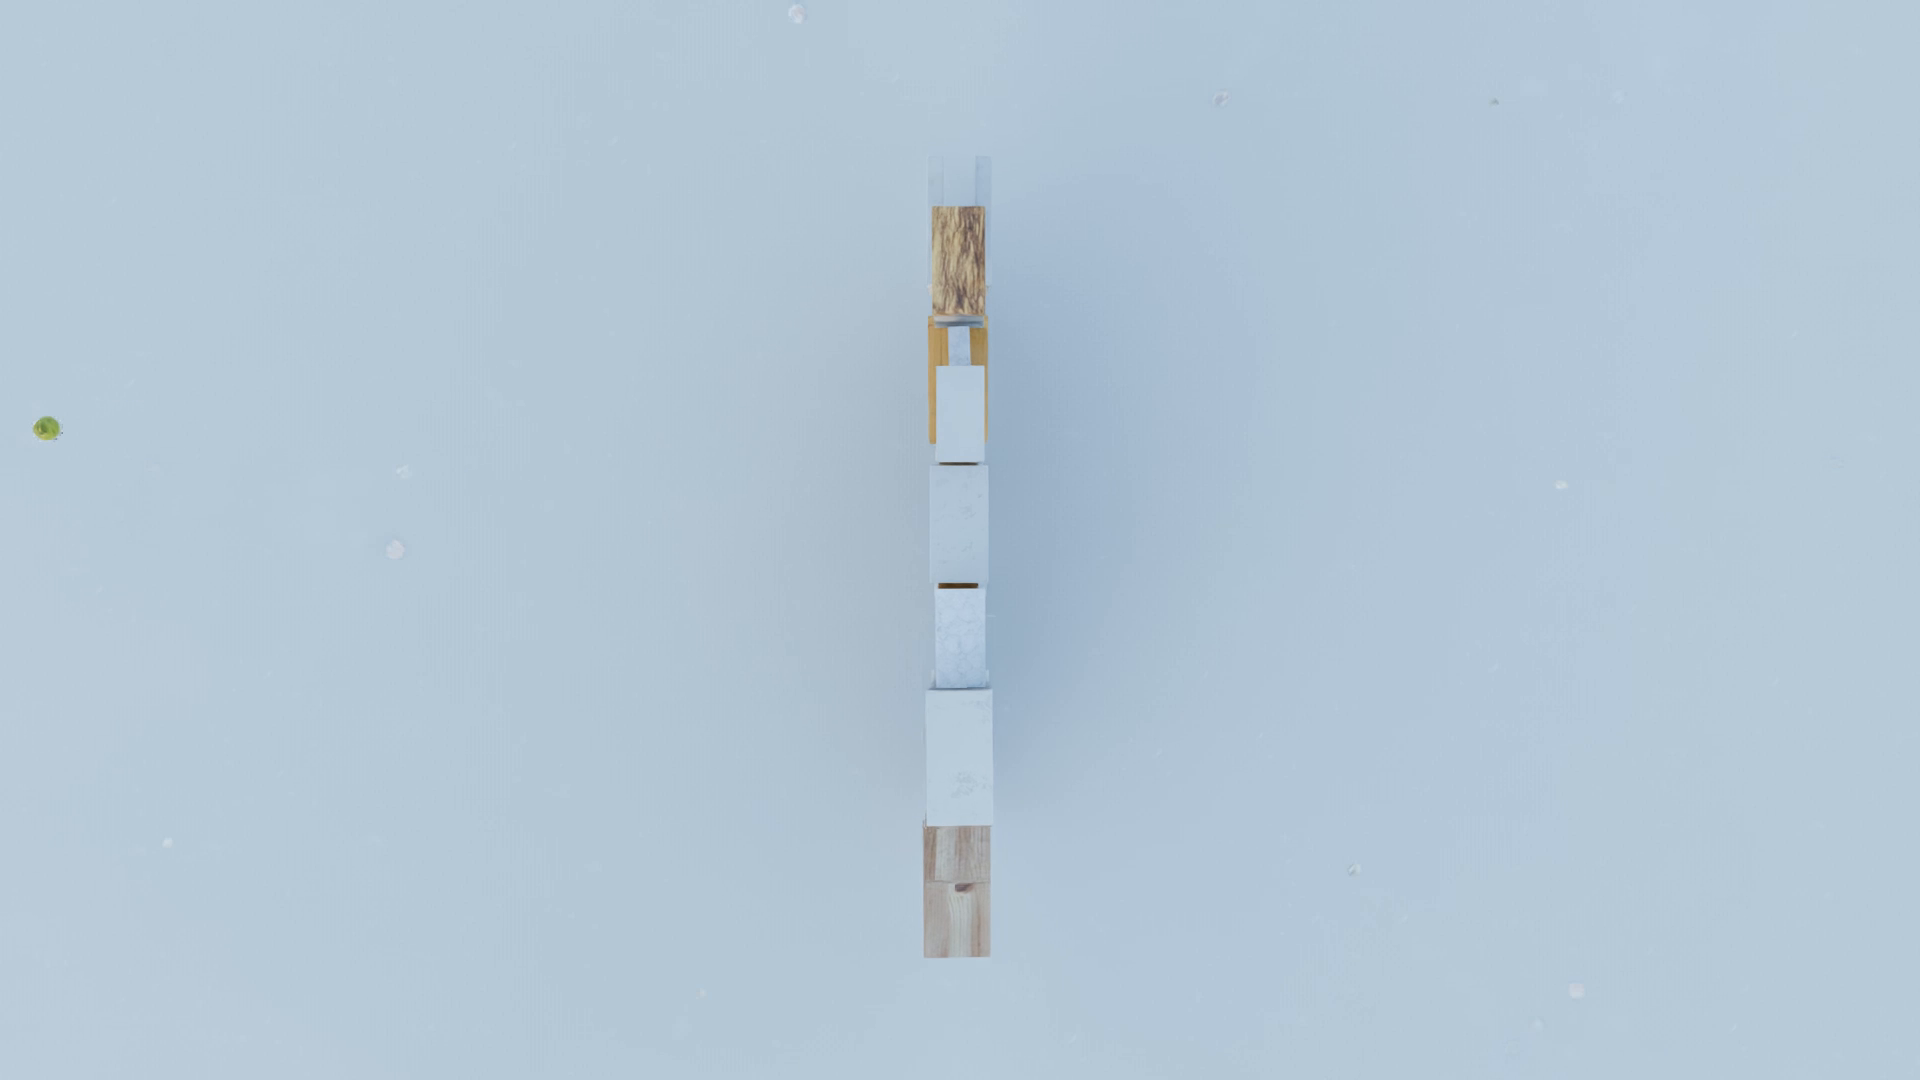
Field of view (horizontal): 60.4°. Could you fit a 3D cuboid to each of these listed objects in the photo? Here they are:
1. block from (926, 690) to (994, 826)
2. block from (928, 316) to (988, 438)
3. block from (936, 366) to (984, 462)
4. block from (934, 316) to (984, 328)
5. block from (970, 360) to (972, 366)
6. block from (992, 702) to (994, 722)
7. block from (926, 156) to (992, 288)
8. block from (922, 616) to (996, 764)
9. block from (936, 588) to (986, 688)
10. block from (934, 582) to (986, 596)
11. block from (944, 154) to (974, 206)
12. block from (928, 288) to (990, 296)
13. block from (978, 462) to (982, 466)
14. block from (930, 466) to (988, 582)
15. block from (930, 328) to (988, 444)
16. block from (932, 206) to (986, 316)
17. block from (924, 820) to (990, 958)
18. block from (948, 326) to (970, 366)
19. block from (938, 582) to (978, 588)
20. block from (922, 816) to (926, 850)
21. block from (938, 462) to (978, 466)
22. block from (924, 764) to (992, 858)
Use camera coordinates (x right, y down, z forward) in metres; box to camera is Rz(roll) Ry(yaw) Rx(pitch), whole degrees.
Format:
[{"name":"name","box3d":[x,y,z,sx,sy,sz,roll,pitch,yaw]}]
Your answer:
[{"name":"block","box3d":[-0.001,0.472,3.583,0.145,0.041,0.290,-1,90,0]},{"name":"block","box3d":[-0.005,-0.475,4.812,0.176,0.050,0.353,0,90,0]},{"name":"block","box3d":[0.001,-0.299,3.915,0.113,0.032,0.227,0,90,0]},{"name":"block","box3d":[-0.002,-0.569,4.128,0.124,0.515,0.035,0,90,0]},{"name":"block","box3d":[0.002,-0.434,4.106,0.053,0.105,0.015,0,90,0]},{"name":"block","box3d":[0.000,0.377,3.749,0.145,0.290,0.041,0,89,0]},{"name":"block","box3d":[-0.001,-0.799,4.142,0.162,0.046,0.325,0,90,0]},{"name":"block","box3d":[-0.004,0.354,3.918,0.173,0.049,0.346,0,90,0]},{"name":"block","box3d":[0.001,0.218,3.659,0.110,0.031,0.220,0,90,0]},{"name":"block","box3d":[0.002,0.013,5.152,0.162,0.046,0.325,0,90,0]},{"name":"block","box3d":[-0.001,-0.854,3.964,0.072,0.021,0.145,0,90,0]},{"name":"block","box3d":[-0.002,-0.690,4.328,0.162,0.325,0.046,0,90,0]},{"name":"block","box3d":[0.003,-0.164,4.852,0.130,0.037,0.259,0,90,0]},{"name":"block","box3d":[-0.002,-0.038,4.018,0.142,0.040,0.284,0,90,0]},{"name":"block","box3d":[-0.004,-0.389,4.179,0.145,0.041,0.291,0,90,0]},{"name":"block","box3d":[-0.003,-0.652,3.853,0.124,0.035,0.248,0,90,0]},{"name":"block","box3d":[-0.006,0.771,3.651,0.149,0.042,0.297,0,90,0]},{"name":"block","box3d":[-0.001,-0.470,4.045,0.053,0.015,0.105,-2,90,0]},{"name":"block","box3d":[-0.004,0.073,4.337,0.104,0.030,0.209,0,90,0]},{"name":"block","box3d":[-0.009,0.675,3.821,0.149,0.297,0.042,0,88,0]},{"name":"block","box3d":[-0.004,-0.137,4.343,0.102,0.029,0.203,0,90,0]},{"name":"block","box3d":[-0.005,0.655,4.314,0.175,0.050,0.350,0,90,0]}]
